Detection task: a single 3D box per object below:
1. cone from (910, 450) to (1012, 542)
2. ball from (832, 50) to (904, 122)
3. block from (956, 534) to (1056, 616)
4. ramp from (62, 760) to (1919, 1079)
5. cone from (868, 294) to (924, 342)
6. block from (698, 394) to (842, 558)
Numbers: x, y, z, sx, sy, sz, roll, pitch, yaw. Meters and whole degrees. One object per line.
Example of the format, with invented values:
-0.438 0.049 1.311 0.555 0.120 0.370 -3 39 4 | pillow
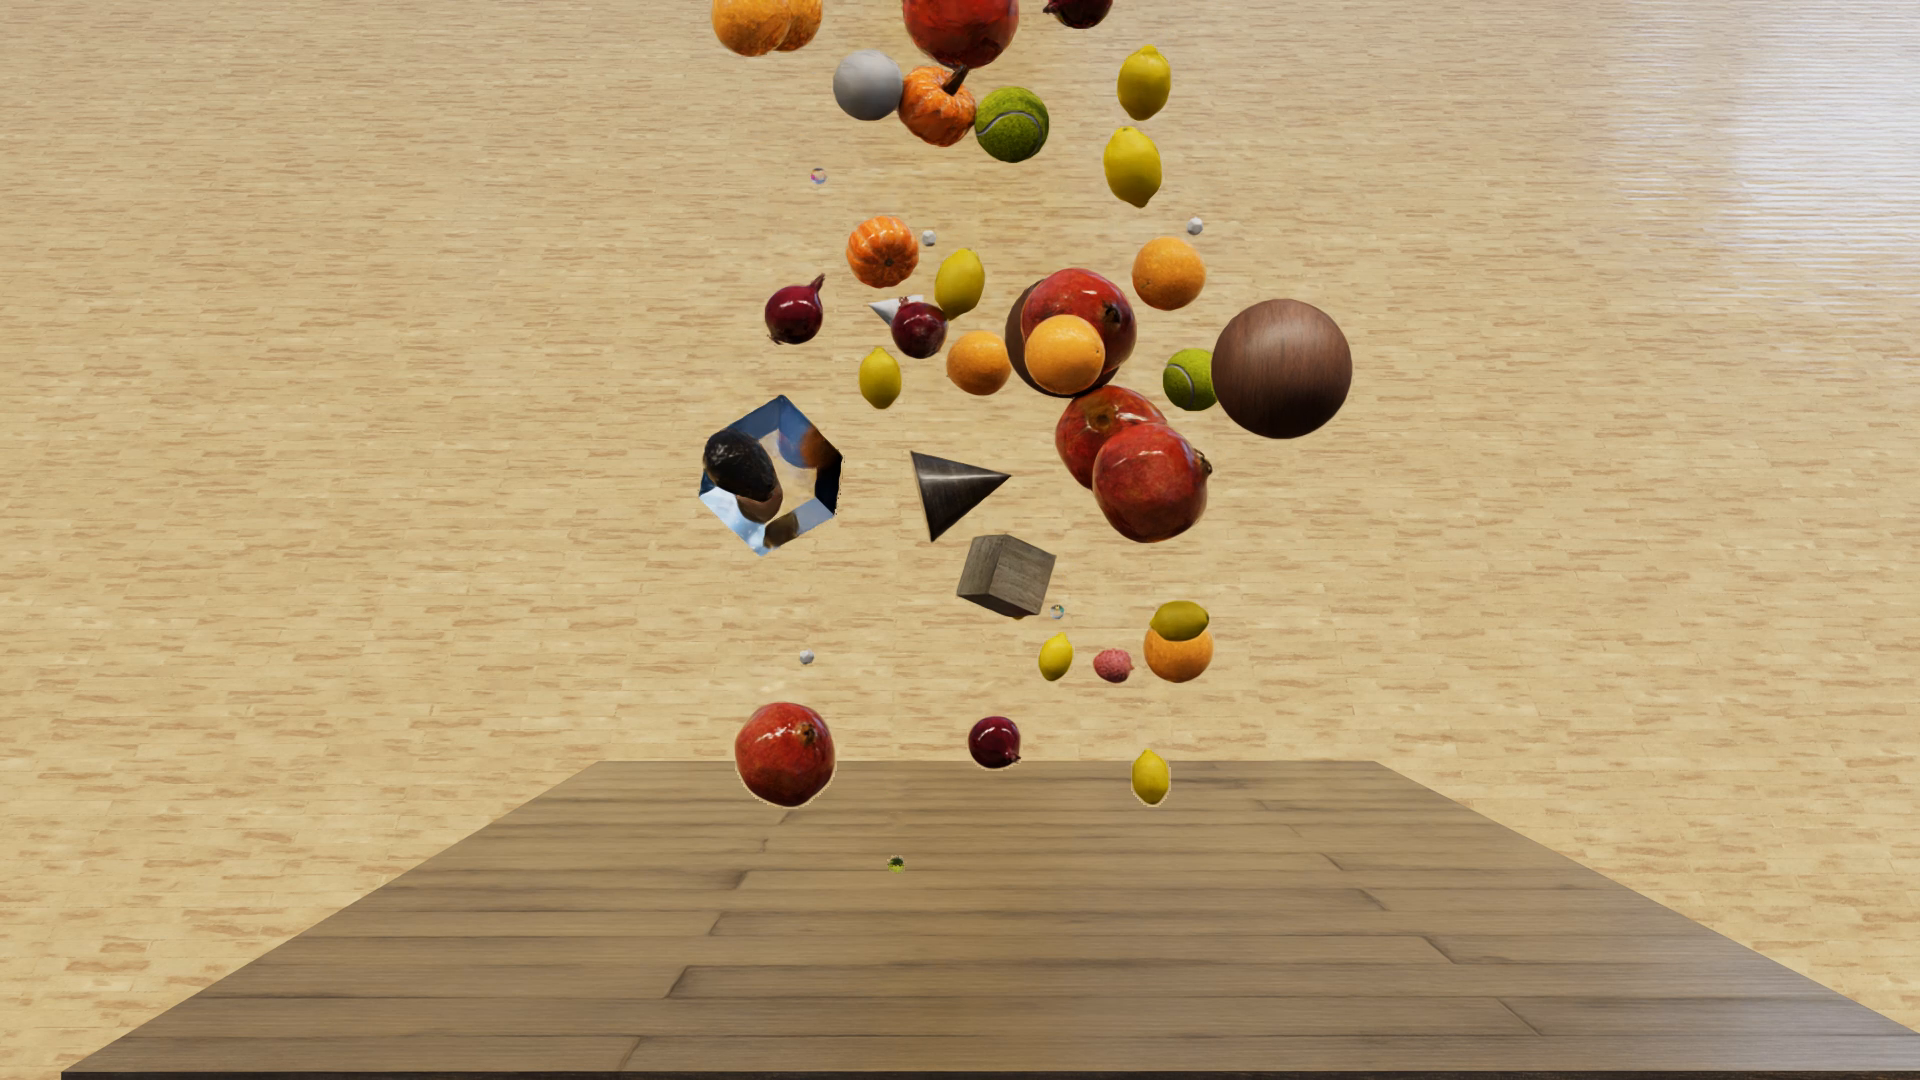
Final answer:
0.007 -0.053 2.542 0.093 0.093 0.093 -13 32 -2 | cone
-0.083 -0.414 2.356 0.065 0.065 0.065 0 31 0 | ball
0.047 0.036 2.658 0.065 0.065 0.065 24 -14 -28 | block
0.069 0.609 4.679 2.000 0.100 4.000 0 0 0 | ramp
-0.076 -0.251 2.837 0.054 0.054 0.054 15 26 -21 | cone
-0.194 -0.066 2.661 0.098 0.098 0.098 -28 34 25 | block
